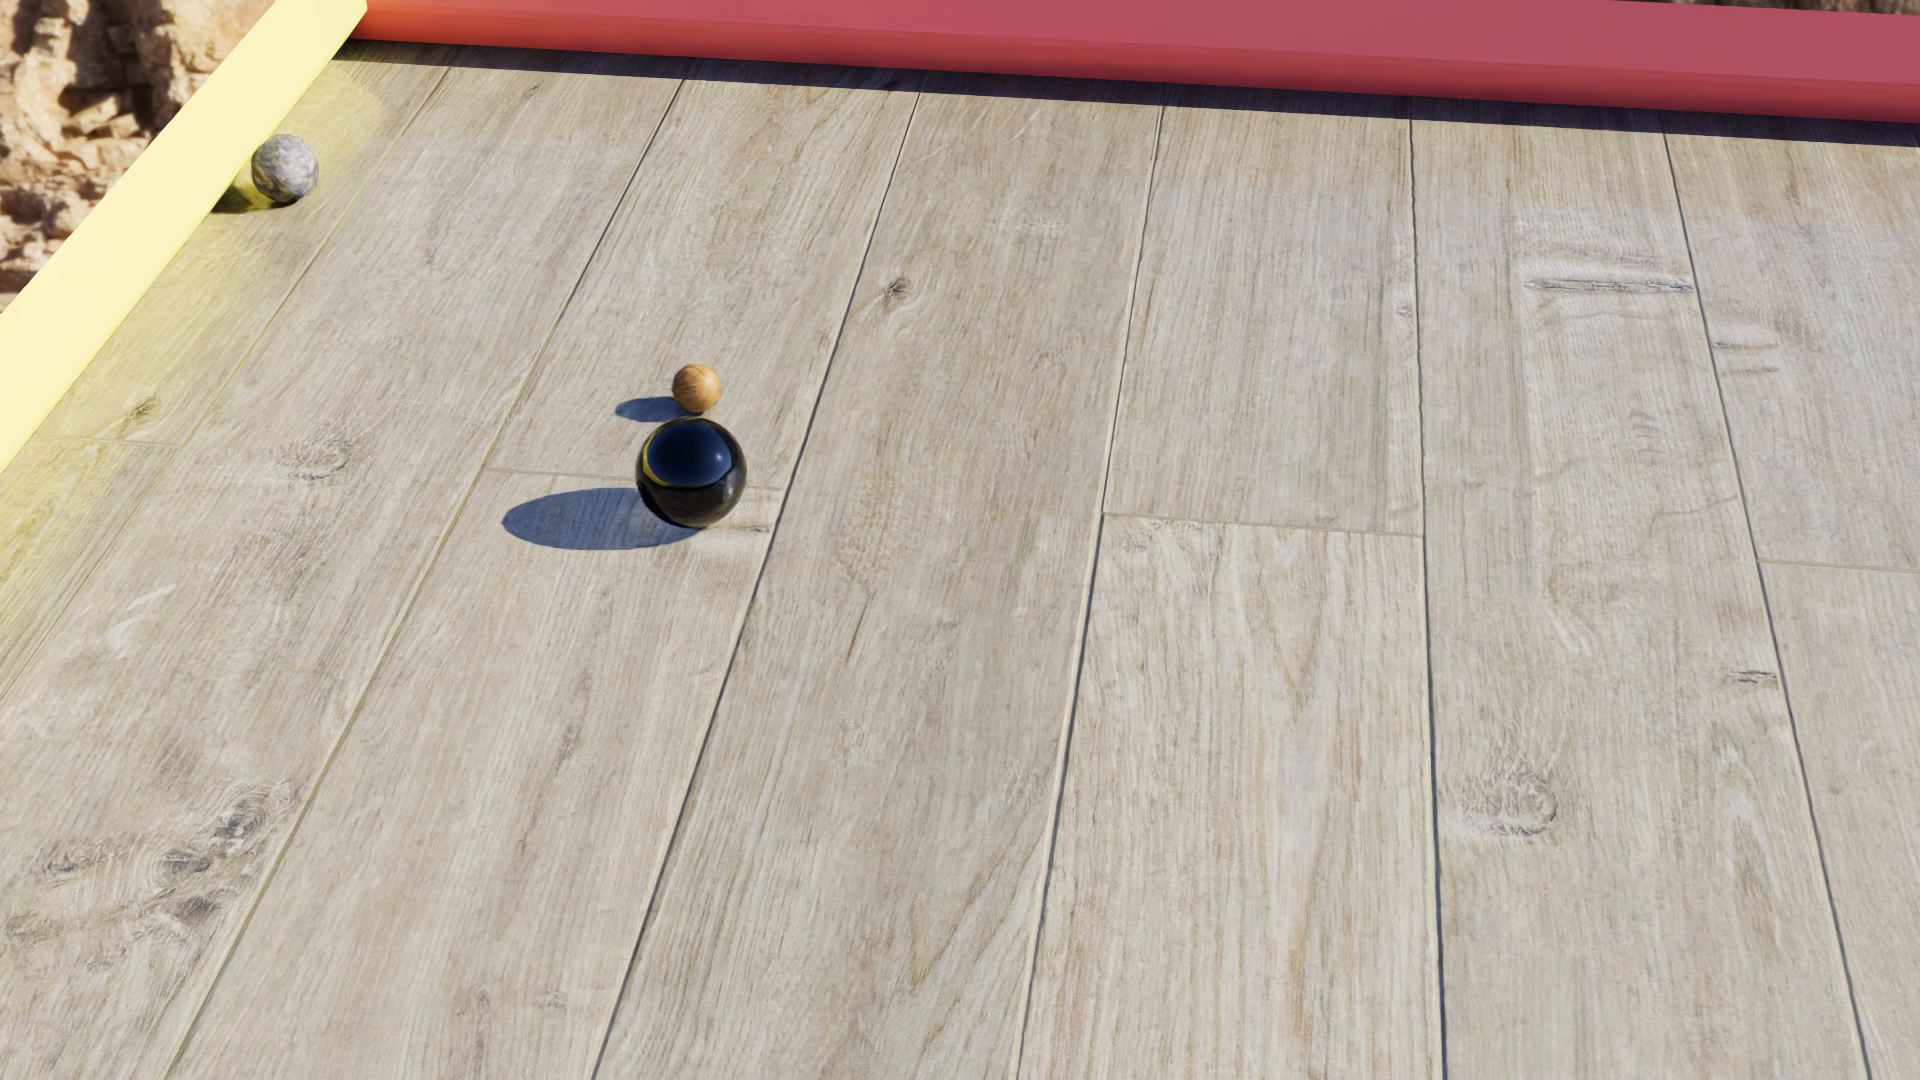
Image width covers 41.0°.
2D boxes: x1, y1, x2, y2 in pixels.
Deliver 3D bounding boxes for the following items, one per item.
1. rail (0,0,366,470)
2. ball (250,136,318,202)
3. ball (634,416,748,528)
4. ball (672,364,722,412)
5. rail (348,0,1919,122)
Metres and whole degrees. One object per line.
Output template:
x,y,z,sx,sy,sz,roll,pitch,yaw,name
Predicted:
-0.753,-0.076,1.989,0.045,0.113,1.806,4,35,6,rail
-0.641,-0.352,2.432,0.062,0.062,0.062,0,35,0,ball
-0.207,-0.052,1.978,0.087,0.087,0.087,0,35,0,ball
-0.218,-0.126,2.125,0.041,0.041,0.041,0,35,0,ball
0.889,-0.460,2.543,3.131,0.113,0.045,4,35,6,rail
